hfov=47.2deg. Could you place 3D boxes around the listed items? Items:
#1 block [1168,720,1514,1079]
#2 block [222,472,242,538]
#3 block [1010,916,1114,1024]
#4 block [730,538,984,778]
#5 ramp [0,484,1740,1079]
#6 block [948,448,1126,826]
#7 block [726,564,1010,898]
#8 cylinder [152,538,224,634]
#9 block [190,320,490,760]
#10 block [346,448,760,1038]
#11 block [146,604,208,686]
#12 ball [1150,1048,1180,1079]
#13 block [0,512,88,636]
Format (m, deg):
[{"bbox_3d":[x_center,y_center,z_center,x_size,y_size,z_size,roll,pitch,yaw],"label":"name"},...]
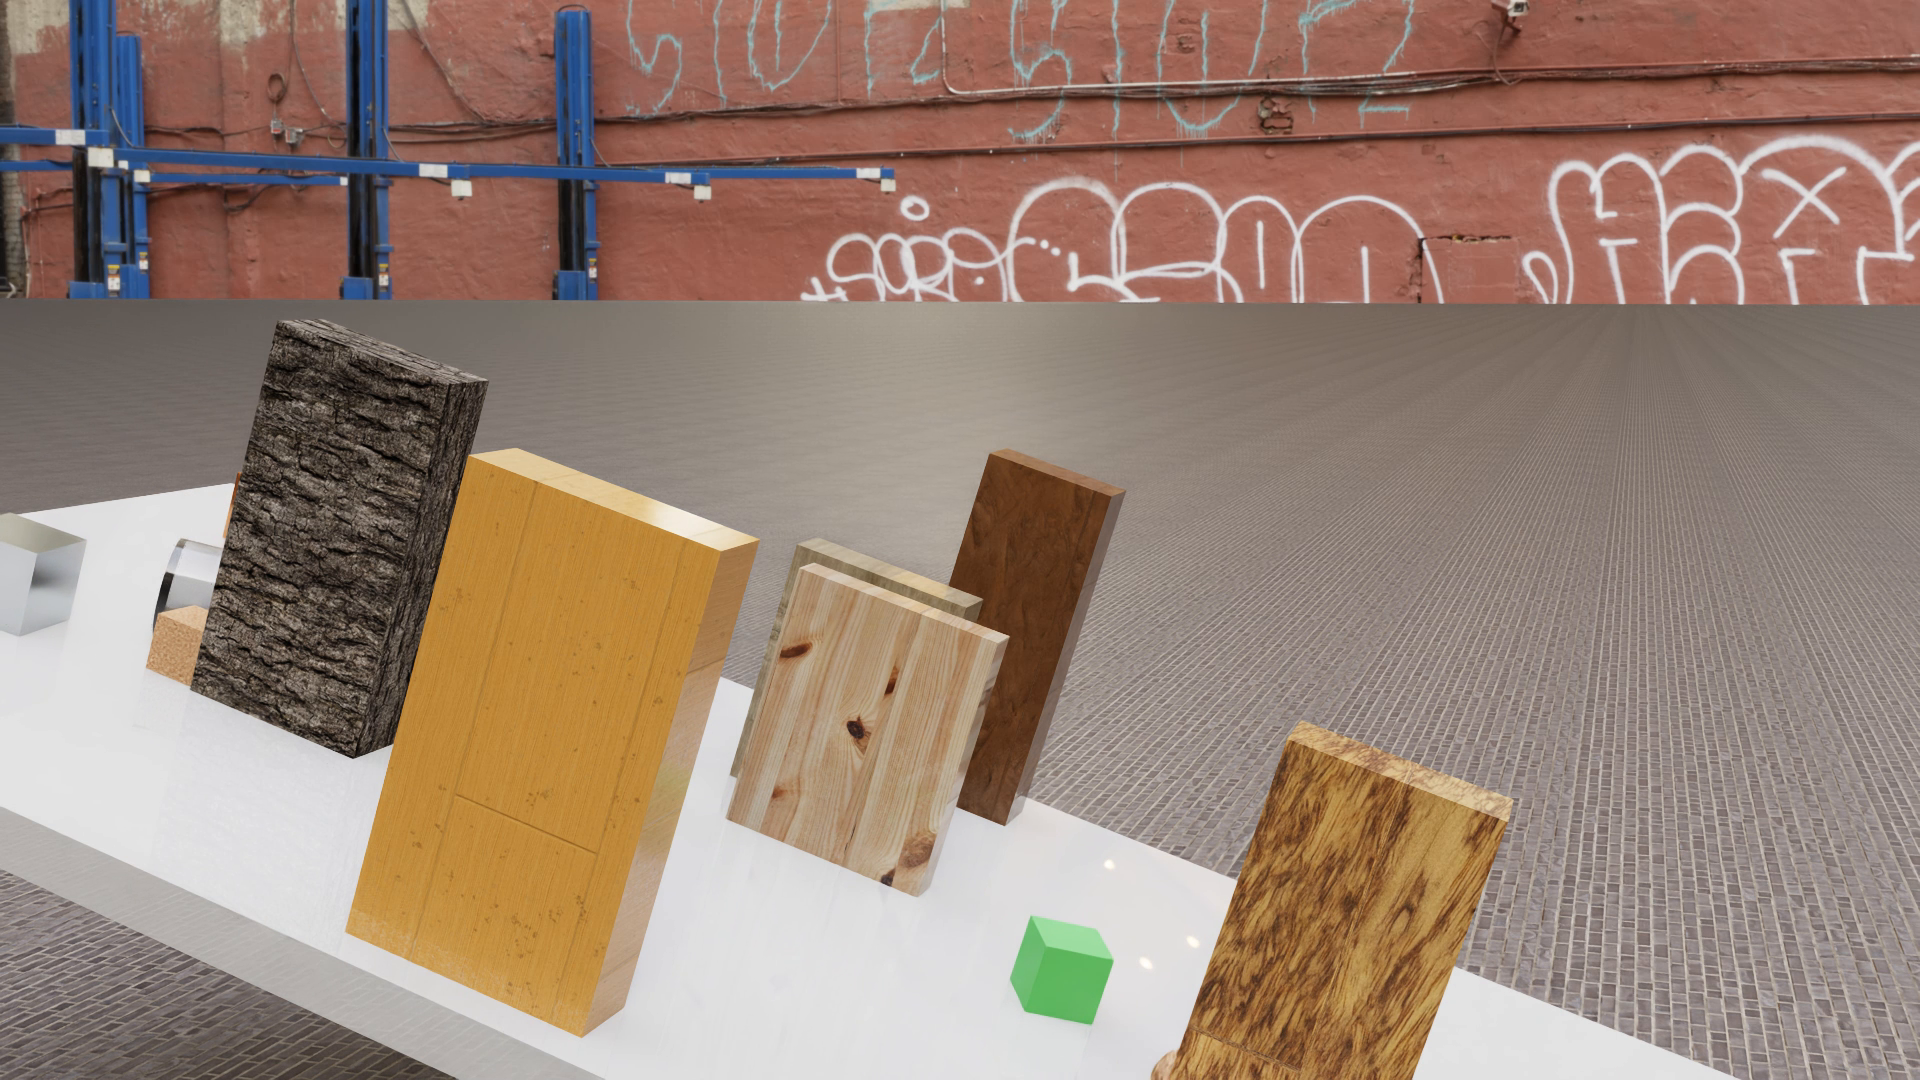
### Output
[{"bbox_3d":[0.556,0.696,3.386,0.340,0.748,0.145,20,12,14],"label":"block"},{"bbox_3d":[-1.610,-0.053,5.195,0.162,0.162,0.162,26,15,36],"label":"block"},{"bbox_3d":[0.184,0.780,3.992,0.131,0.131,0.131,14,12,-14],"label":"block"},{"bbox_3d":[-0.220,0.310,4.615,0.384,0.523,0.123,20,12,14],"label":"block"},{"bbox_3d":[-0.360,0.684,4.228,4.000,0.100,2.000,20,12,14],"label":"ramp"},{"bbox_3d":[0.103,0.215,4.892,0.286,0.778,0.144,20,12,14],"label":"block"},{"bbox_3d":[-0.187,0.373,4.337,0.424,0.538,0.082,20,12,14],"label":"block"},{"bbox_3d":[-1.497,0.121,4.447,0.205,0.205,0.205,15,4,-11],"label":"cylinder"},{"bbox_3d":[-1.178,-0.006,4.164,0.371,0.741,0.147,20,12,14],"label":"block"},{"bbox_3d":[-0.632,0.306,3.378,0.426,0.791,0.147,20,12,14],"label":"block"},{"bbox_3d":[-1.491,0.207,4.283,0.114,0.114,0.114,20,12,14],"label":"block"},{"bbox_3d":[0.378,0.912,3.682,0.120,0.120,0.120,0,7,0],"label":"ball"},{"bbox_3d":[-1.844,0.066,4.290,0.171,0.171,0.171,19,12,7],"label":"block"}]
